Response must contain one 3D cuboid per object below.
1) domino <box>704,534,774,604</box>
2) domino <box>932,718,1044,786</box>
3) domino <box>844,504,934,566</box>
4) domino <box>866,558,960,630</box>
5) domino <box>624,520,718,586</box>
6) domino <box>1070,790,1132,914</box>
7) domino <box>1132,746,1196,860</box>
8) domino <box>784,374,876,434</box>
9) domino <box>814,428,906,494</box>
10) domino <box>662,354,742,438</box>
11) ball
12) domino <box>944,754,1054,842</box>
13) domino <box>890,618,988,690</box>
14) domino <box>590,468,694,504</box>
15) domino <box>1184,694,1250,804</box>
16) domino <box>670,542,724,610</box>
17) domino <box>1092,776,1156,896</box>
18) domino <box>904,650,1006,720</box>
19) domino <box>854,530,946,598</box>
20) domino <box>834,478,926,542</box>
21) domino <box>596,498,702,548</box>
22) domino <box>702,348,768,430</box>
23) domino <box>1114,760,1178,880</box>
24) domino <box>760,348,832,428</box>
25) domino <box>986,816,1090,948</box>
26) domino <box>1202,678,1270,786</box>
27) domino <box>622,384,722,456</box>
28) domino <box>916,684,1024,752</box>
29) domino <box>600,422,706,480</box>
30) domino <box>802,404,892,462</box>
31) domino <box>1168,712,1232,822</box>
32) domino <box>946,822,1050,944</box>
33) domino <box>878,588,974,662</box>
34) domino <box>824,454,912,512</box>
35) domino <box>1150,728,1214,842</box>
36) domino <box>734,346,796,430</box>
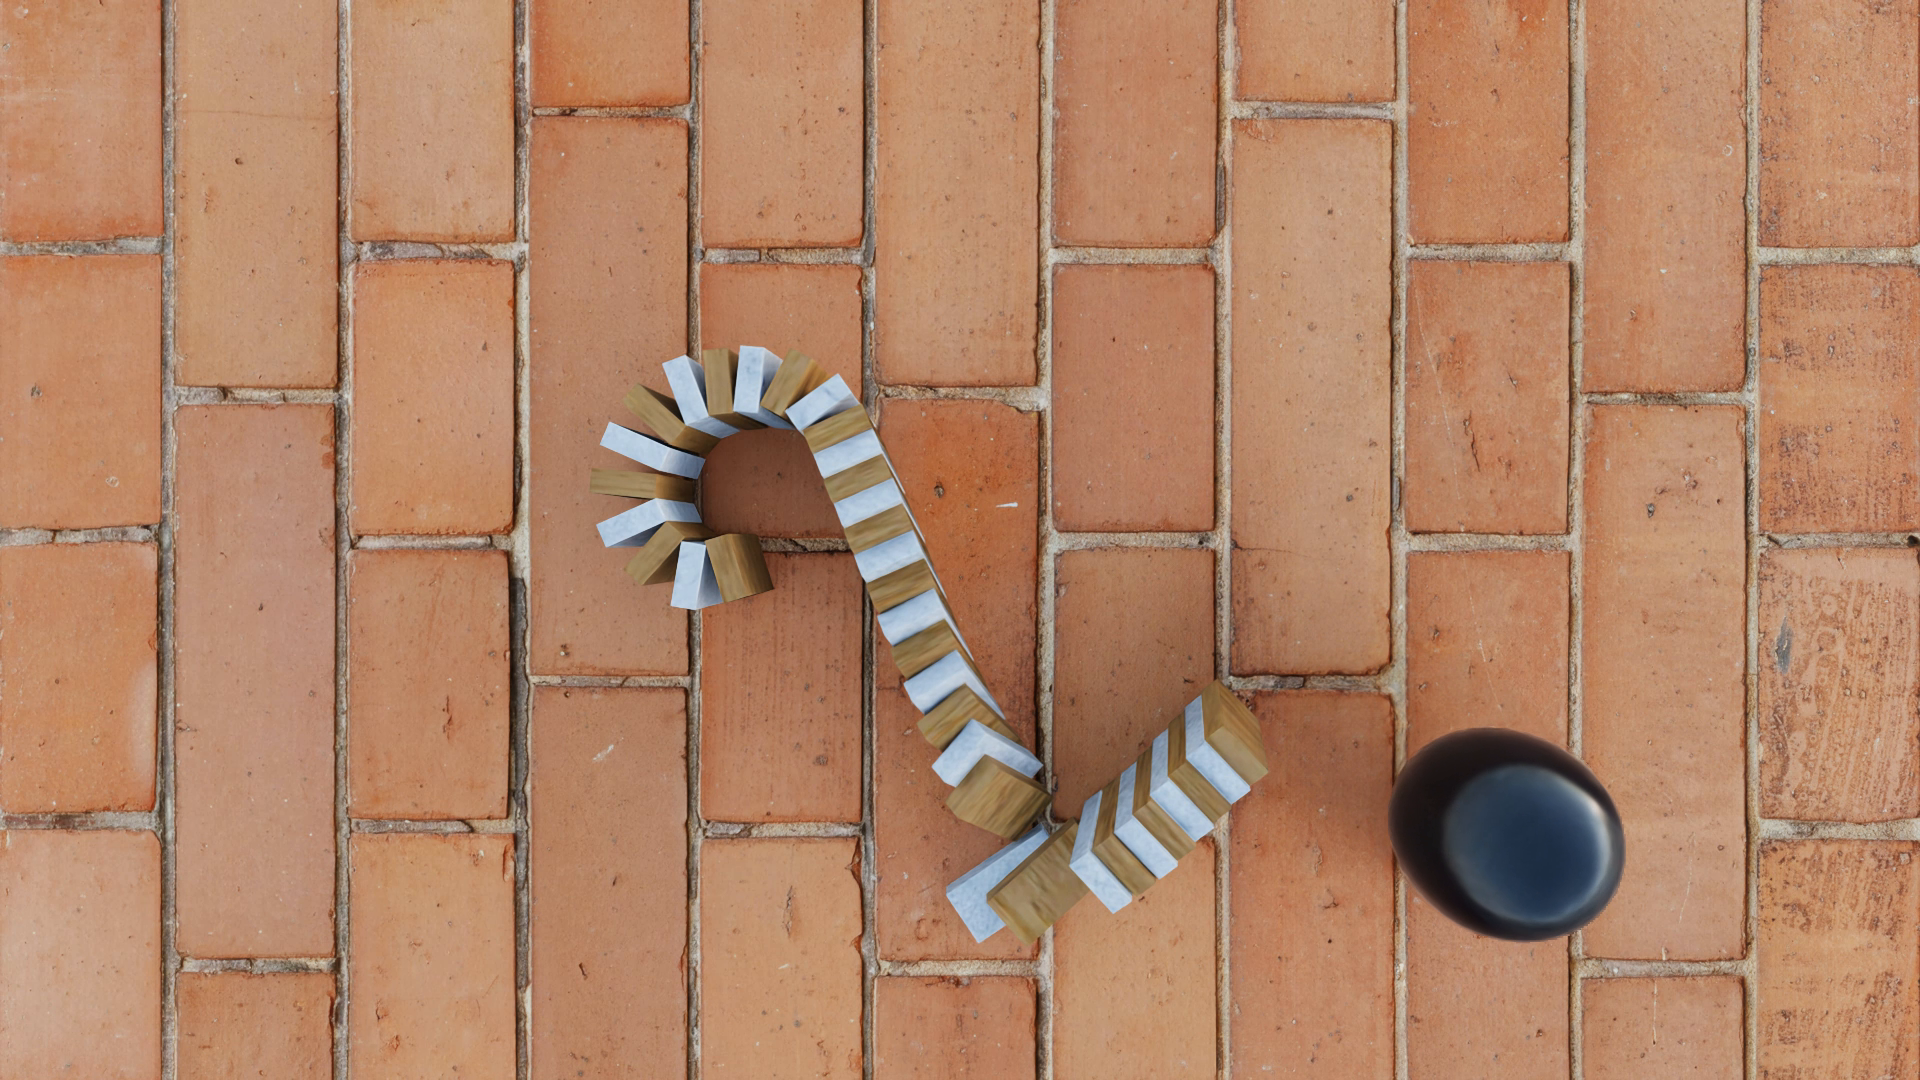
[{"bbox_3d":[-0.089,0.011,0.375,0.010,0.050,0.025,-17,90,0],"label":"domino"},{"bbox_3d":[0.012,0.093,0.378,0.025,0.050,0.010,-50,48,1],"label":"domino"},{"bbox_3d":[-0.028,0.003,0.375,0.025,0.050,0.009,-24,67,0],"label":"domino"},{"bbox_3d":[-0.018,0.028,0.376,0.025,0.050,0.010,-24,58,0],"label":"domino"},{"bbox_3d":[-0.117,0.005,0.375,0.010,0.050,0.025,42,90,0],"label":"domino"},{"bbox_3d":[0.060,0.126,0.375,0.009,0.050,0.025,-43,90,20],"label":"domino"},{"bbox_3d":[0.084,0.106,0.375,0.025,0.050,0.009,46,108,0],"label":"domino"},{"bbox_3d":[-0.052,-0.049,0.375,0.025,0.050,0.010,-35,80,0],"label":"domino"},{"bbox_3d":[-0.040,-0.027,0.375,0.025,0.050,0.009,-24,71,0],"label":"domino"},{"bbox_3d":[-0.105,-0.057,0.375,0.009,0.050,0.025,-21,90,1],"label":"domino"},{"bbox_3d":[0.212,0.114,0.360,0.080,0.080,0.080,0,90,0],"label":"ball"},{"bbox_3d":[0.017,0.107,0.378,0.025,0.050,0.009,-49,48,0],"label":"domino"},{"bbox_3d":[-0.008,0.054,0.378,0.025,0.050,0.009,-29,51,0],"label":"domino"},{"bbox_3d":[-0.129,-0.022,0.375,0.025,0.050,0.009,6,90,0],"label":"domino"},{"bbox_3d":[0.104,0.084,0.375,0.025,0.050,0.009,46,108,0],"label":"domino"},{"bbox_3d":[-0.104,0.014,0.375,0.009,0.050,0.025,9,90,0],"label":"domino"},{"bbox_3d":[0.069,0.120,0.375,0.025,0.050,0.010,46,109,0],"label":"domino"},{"bbox_3d":[-0.001,0.067,0.378,0.025,0.050,0.010,-32,49,0],"label":"domino"},{"bbox_3d":[-0.023,0.016,0.376,0.025,0.050,0.010,-24,62,0],"label":"domino"},{"bbox_3d":[-0.032,-0.007,0.375,0.025,0.050,0.010,-24,68,0],"label":"domino"},{"bbox_3d":[-0.126,-0.007,0.375,0.025,0.050,0.010,-24,90,0],"label":"domino"},{"bbox_3d":[-0.091,-0.061,0.375,0.009,0.050,0.025,-5,90,3],"label":"domino"},{"bbox_3d":[0.077,0.113,0.375,0.025,0.050,0.009,46,108,0],"label":"domino"},{"bbox_3d":[-0.063,-0.059,0.375,0.009,0.050,0.025,29,90,9],"label":"domino"},{"bbox_3d":[0.038,0.144,0.386,0.050,0.010,0.025,-42,90,0],"label":"domino"},{"bbox_3d":[0.112,0.077,0.375,0.025,0.050,0.010,46,108,0],"label":"domino"},{"bbox_3d":[-0.117,-0.048,0.375,0.025,0.050,0.010,41,91,0],"label":"domino"},{"bbox_3d":[0.005,0.080,0.378,0.025,0.050,0.009,-40,48,0],"label":"domino"},{"bbox_3d":[-0.124,-0.036,0.375,0.025,0.050,0.009,24,90,0],"label":"domino"},{"bbox_3d":[-0.045,-0.038,0.375,0.025,0.050,0.010,-24,77,0],"label":"domino"},{"bbox_3d":[0.097,0.091,0.375,0.025,0.050,0.010,46,108,0],"label":"domino"},{"bbox_3d":[0.022,0.148,0.395,0.050,0.010,0.025,-34,90,0],"label":"domino"},{"bbox_3d":[-0.013,0.041,0.377,0.025,0.050,0.010,-26,54,0],"label":"domino"},{"bbox_3d":[-0.036,-0.016,0.375,0.025,0.050,0.010,-24,70,0],"label":"domino"},{"bbox_3d":[0.091,0.099,0.375,0.025,0.050,0.010,46,108,0],"label":"domino"},{"bbox_3d":[-0.078,-0.061,0.375,0.009,0.050,0.025,6,90,7],"label":"domino"}]
